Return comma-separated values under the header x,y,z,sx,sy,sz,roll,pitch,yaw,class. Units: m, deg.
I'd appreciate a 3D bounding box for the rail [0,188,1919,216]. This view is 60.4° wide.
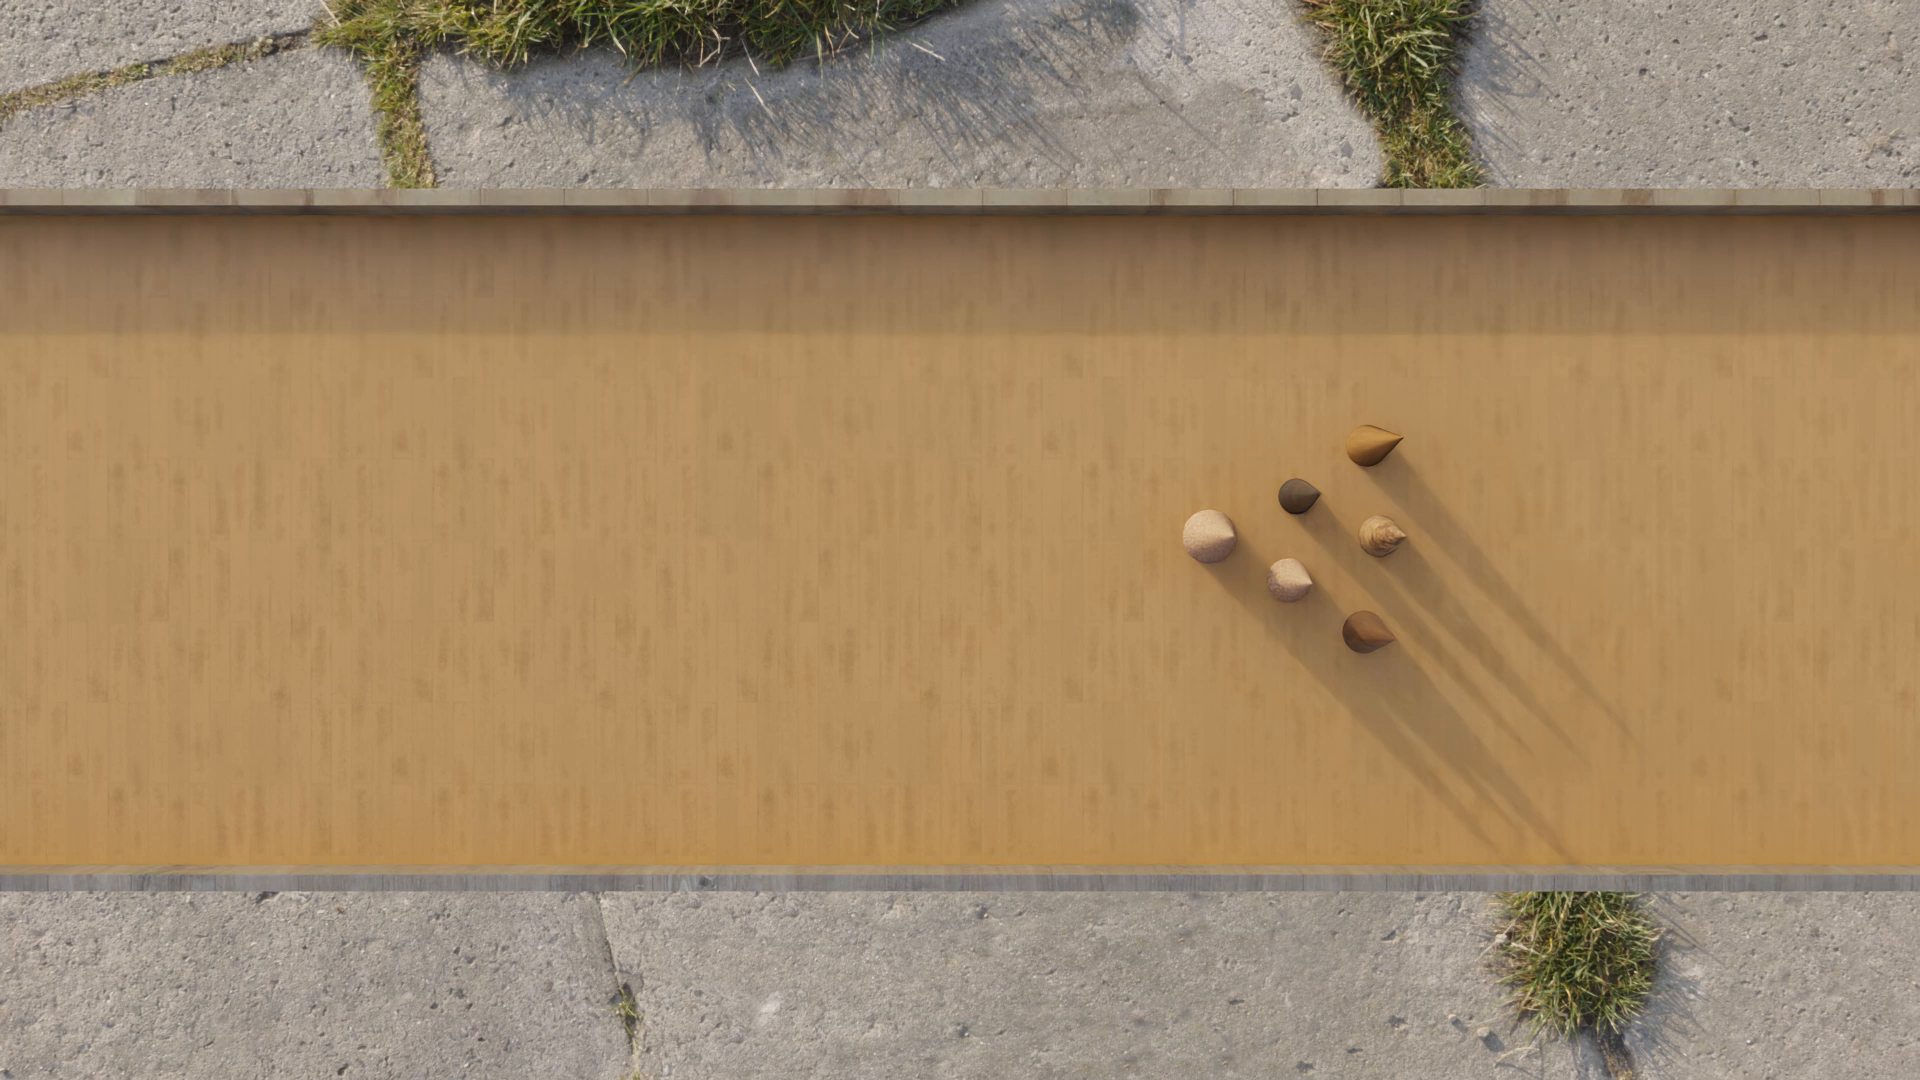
x,y,z,sx,sy,sz,roll,pitch,yaw,class
-2.247,-1.025,5.002,12.000,0.150,0.050,0,90,0,rail

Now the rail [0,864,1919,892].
x,y,z,sx,sy,sz,roll,pitch,yaw,class
-2.247,1.025,5.001,12.000,0.150,0.050,0,90,0,rail

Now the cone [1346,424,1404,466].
x,y,z,sx,sy,sz,roll,pitch,yaw,class
1.253,-0.290,4.865,0.129,0.422,0.129,0,90,0,cone

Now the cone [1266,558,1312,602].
x,y,z,sx,sy,sz,roll,pitch,yaw,class
1.012,0.125,4.906,0.136,0.342,0.136,0,90,0,cone

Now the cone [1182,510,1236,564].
x,y,z,sx,sy,sz,roll,pitch,yaw,class
0.769,-0.010,4.851,0.166,0.452,0.166,0,90,0,cone

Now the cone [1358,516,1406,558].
x,y,z,sx,sy,sz,roll,pitch,yaw,class
1.291,-0.012,4.920,0.130,0.313,0.130,0,90,0,cone

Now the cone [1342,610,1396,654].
x,y,z,sx,sy,sz,roll,pitch,yaw,class
1.243,0.283,4.884,0.132,0.385,0.132,0,90,0,cone

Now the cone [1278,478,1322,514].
x,y,z,sx,sy,sz,roll,pitch,yaw,class
1.035,-0.134,4.897,0.111,0.359,0.111,0,90,0,cone
